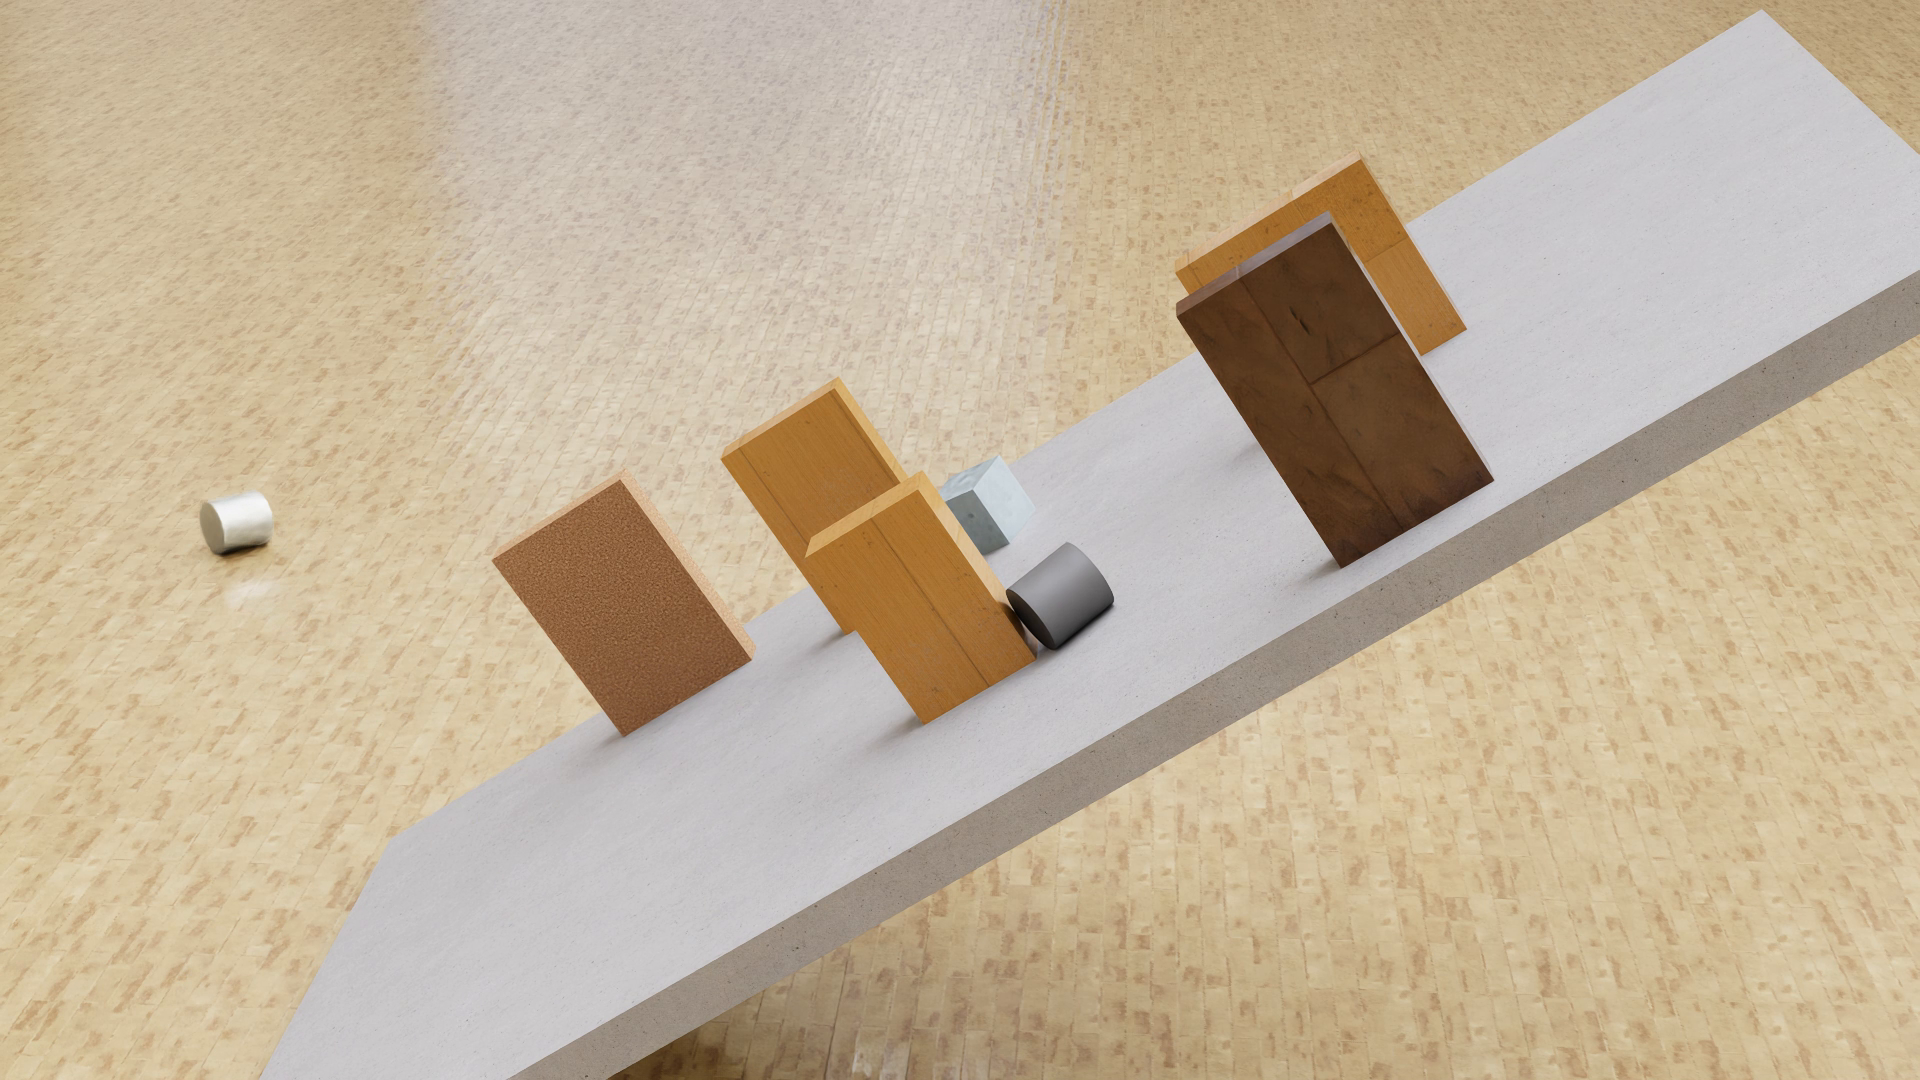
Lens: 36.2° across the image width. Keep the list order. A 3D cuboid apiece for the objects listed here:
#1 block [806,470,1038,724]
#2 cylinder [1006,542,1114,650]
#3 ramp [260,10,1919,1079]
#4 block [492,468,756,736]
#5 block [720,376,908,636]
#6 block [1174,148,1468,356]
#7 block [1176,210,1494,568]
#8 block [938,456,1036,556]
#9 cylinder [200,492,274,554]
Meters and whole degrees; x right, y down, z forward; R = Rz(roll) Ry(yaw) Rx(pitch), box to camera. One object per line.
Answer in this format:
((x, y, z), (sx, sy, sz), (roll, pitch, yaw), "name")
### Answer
((-0.074, 0.117, 5.899), (0.271, 0.426, 0.117), (-31, 15, 14), "block")
((0.199, 0.112, 5.860), (0.154, 0.154, 0.154), (-38, 32, -12), "cylinder")
((0.139, 0.171, 6.297), (4.000, 0.100, 2.000), (-31, 15, 14), "ramp")
((-0.811, 0.154, 7.120), (0.386, 0.547, 0.087), (-31, 15, 14), "block")
((-0.270, -0.076, 6.744), (0.316, 0.510, 0.090), (-31, 15, 14), "block")
((0.743, -0.506, 6.075), (0.441, 0.423, 0.095), (-31, 15, 14), "block")
((0.667, -0.264, 5.230), (0.315, 0.559, 0.088), (-31, 15, 14), "block")
((0.046, -0.069, 6.740), (0.154, 0.154, 0.154), (-23, 19, 37), "block")
((-2.443, -0.058, 9.936), (0.179, 0.179, 0.179), (-16, 26, -37), "cylinder")
